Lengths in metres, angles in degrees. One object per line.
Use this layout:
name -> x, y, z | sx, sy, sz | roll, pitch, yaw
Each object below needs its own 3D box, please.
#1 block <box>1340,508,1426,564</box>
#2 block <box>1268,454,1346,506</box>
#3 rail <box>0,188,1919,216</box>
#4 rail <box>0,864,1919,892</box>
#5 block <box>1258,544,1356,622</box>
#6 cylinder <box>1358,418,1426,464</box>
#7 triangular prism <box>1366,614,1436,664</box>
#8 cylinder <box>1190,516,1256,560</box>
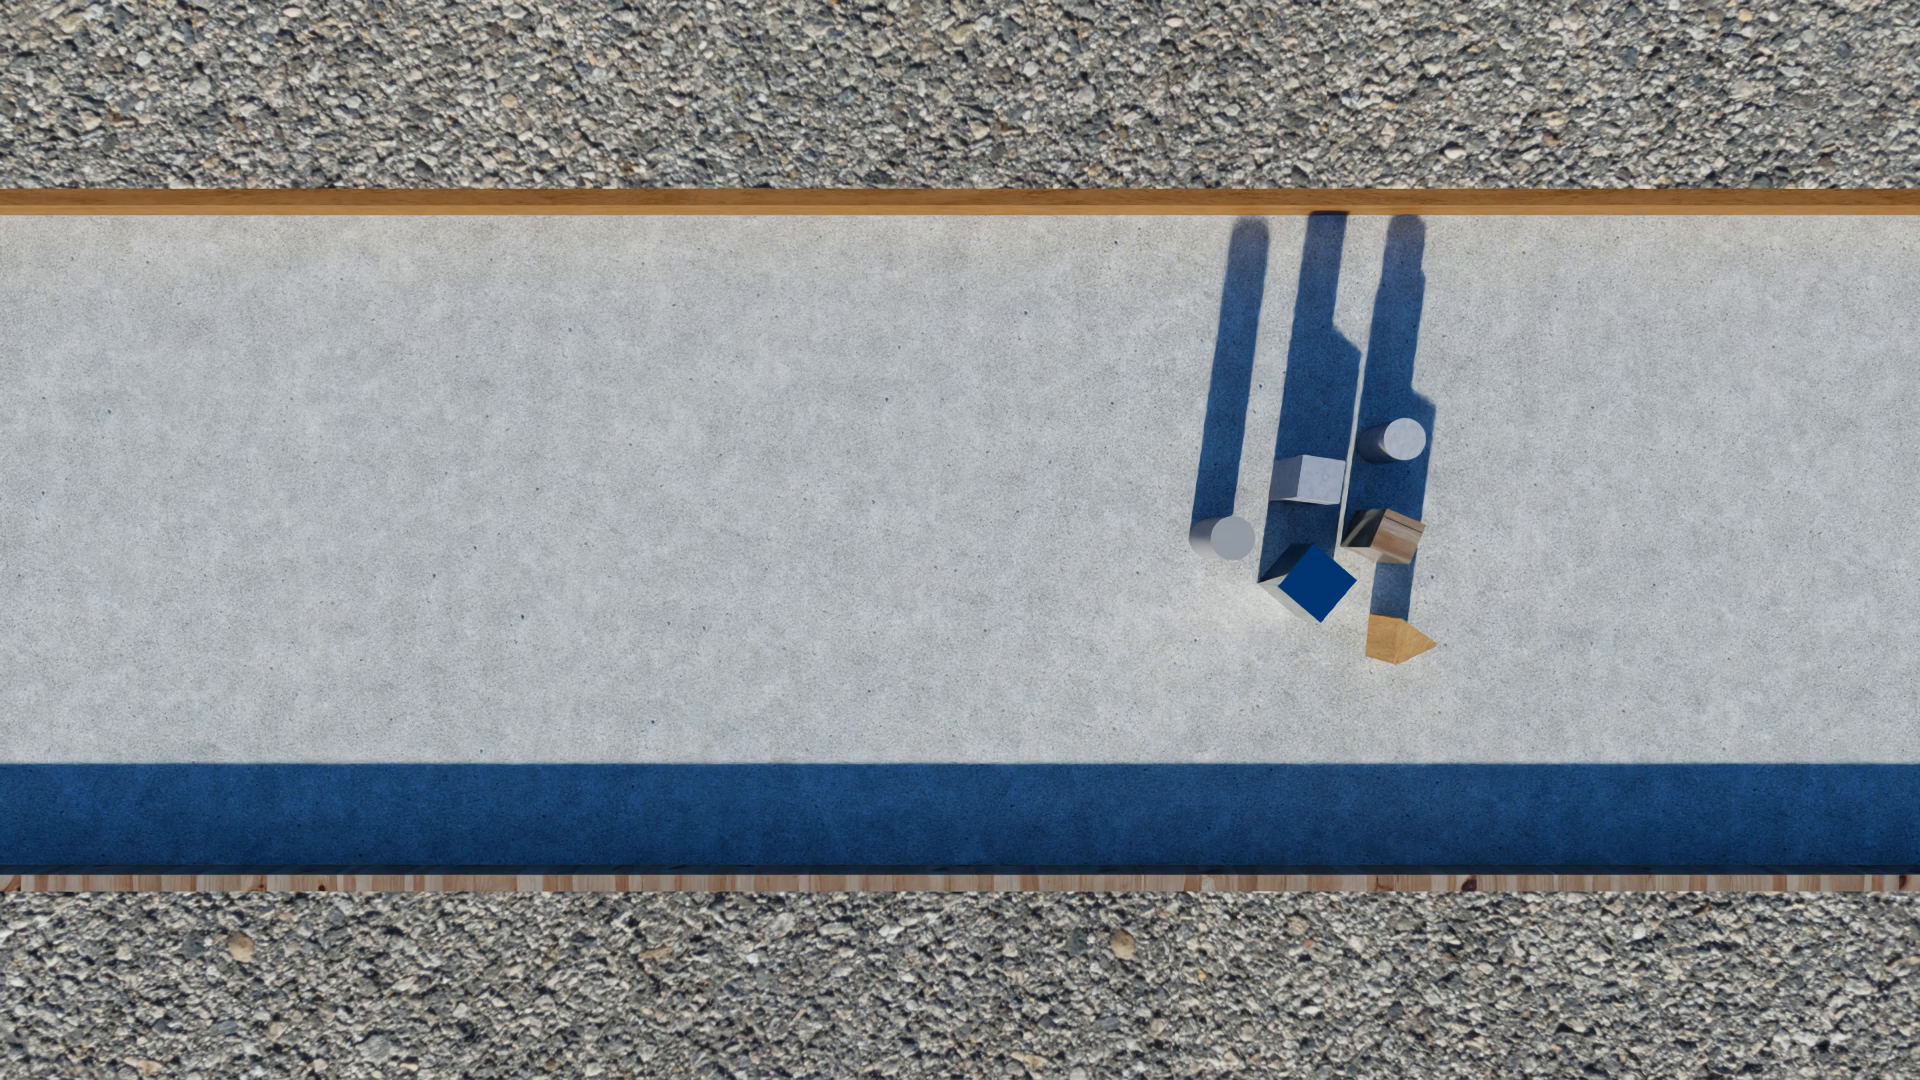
block -> 1.250, -0.011, 4.892 | 0.122, 0.370, 0.122 | 23, 90, 0
block -> 1.017, -0.172, 4.860 | 0.122, 0.433, 0.122 | 9, 90, 0
rail -> -2.247, -1.025, 5.002 | 12.000, 0.150, 0.050 | 0, 90, 0
rail -> -2.247, 1.025, 5.001 | 12.000, 0.150, 0.050 | 0, 90, 0
block -> 1.028, 0.125, 4.910 | 0.162, 0.332, 0.162 | 40, 90, 0
cylinder -> 1.284, -0.292, 4.919 | 0.121, 0.315, 0.121 | 0, 90, 0
triangular prism -> 1.287, 0.277, 4.907 | 0.133, 0.338, 0.115 | -25, 90, 0
cylinder -> 0.767, -0.005, 4.854 | 0.125, 0.445, 0.125 | 0, 90, 0
